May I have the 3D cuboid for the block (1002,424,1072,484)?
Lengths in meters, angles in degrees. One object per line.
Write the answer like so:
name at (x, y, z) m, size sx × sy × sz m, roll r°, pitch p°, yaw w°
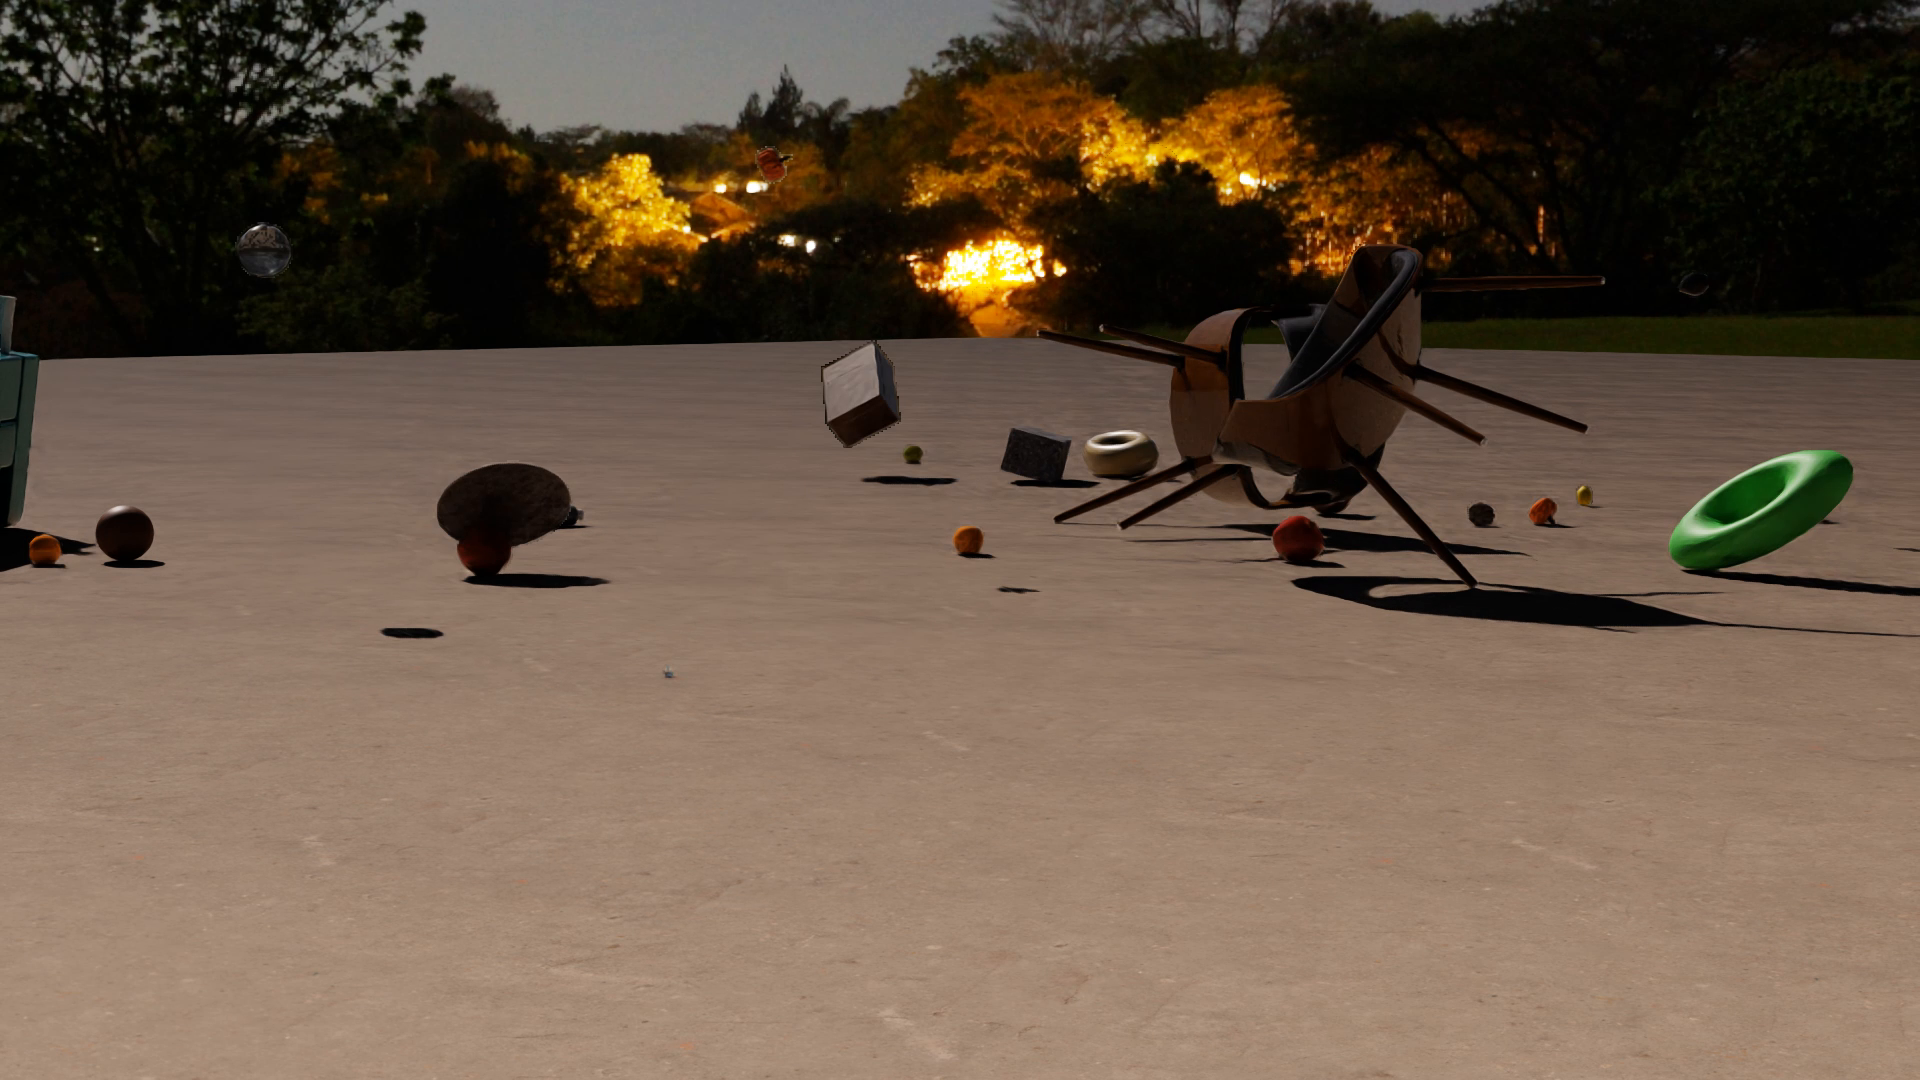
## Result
block at (0.247, -0.276, 8.234) m, size 0.172 × 0.137 × 0.210 m, roll 16°, pitch 8°, yaw 8°

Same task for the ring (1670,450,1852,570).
ring at (1.753, -0.064, 5.627) m, size 0.105 × 0.208 × 0.455 m, roll 36°, pitch -48°, yaw -25°

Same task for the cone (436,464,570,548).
cone at (-1.033, -0.108, 5.767) m, size 0.294 × 0.196 × 0.195 m, roll -9°, pitch 21°, yaw -11°

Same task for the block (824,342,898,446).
block at (-0.329, -0.482, 8.491) m, size 0.198 × 0.120 × 0.306 m, roll -27°, pitch 36°, yaw 14°

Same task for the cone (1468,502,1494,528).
cone at (1.369, -0.054, 6.782) m, size 0.070 × 0.067 × 0.076 m, roll 1°, pitch -18°, yaw -2°

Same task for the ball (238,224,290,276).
ball at (-1.450, -0.603, 5.347) m, size 0.107 × 0.107 × 0.107 m, roll 0°, pitch 6°, yaw 0°

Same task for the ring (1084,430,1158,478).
ring at (0.528, -0.282, 8.450) m, size 0.207 × 0.114 × 0.380 m, roll -21°, pitch 14°, yaw -19°
